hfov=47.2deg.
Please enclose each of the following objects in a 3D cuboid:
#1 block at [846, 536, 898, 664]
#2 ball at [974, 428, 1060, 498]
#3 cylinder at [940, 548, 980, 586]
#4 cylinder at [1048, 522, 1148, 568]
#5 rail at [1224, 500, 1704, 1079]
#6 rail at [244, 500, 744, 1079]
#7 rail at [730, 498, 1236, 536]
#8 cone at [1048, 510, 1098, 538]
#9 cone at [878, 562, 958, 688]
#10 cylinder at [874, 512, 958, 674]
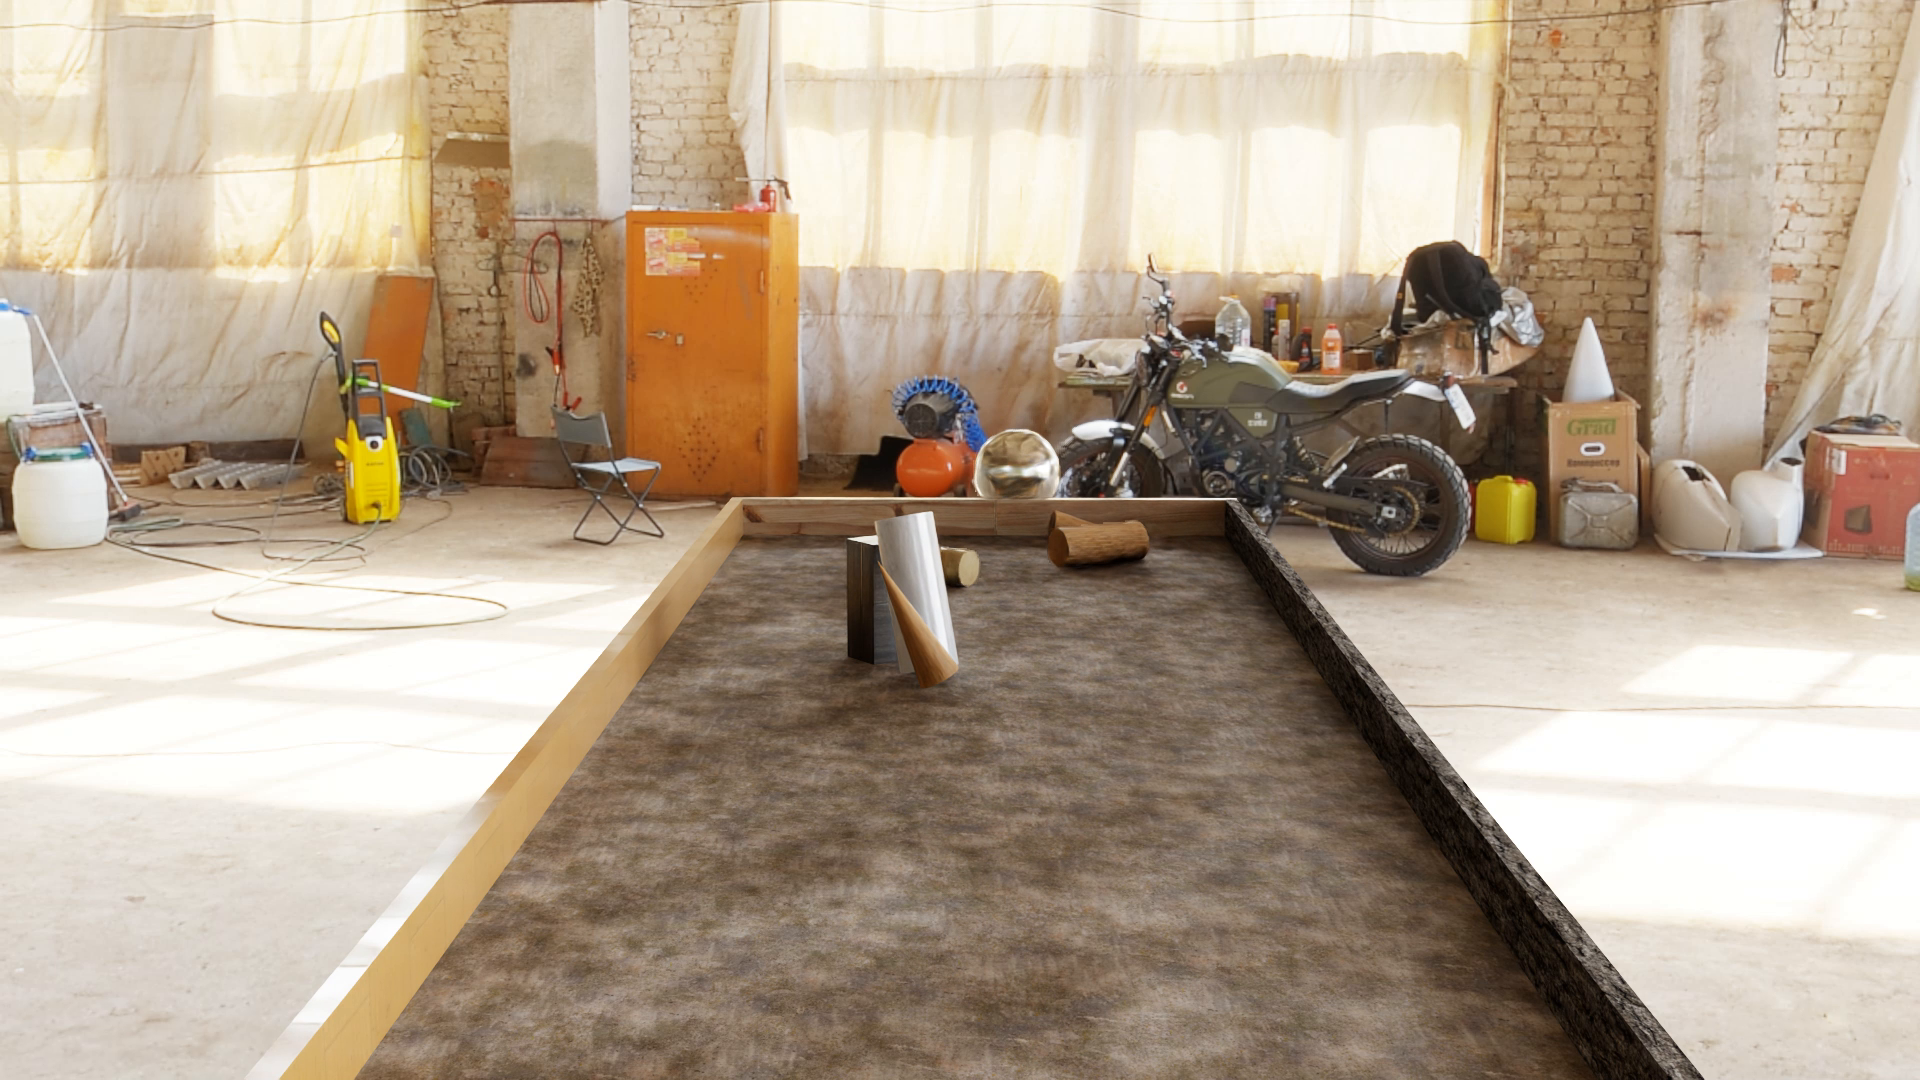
[{"bbox_3d":[-0.241,0.179,6.707,0.149,0.366,0.149,-6,11,-35],"label":"block"},{"bbox_3d":[0.242,-0.288,9.337,0.367,0.367,0.367,0,9,0],"label":"ball"},{"bbox_3d":[-0.115,0.088,8.042,0.360,0.129,0.129,6,11,35],"label":"cylinder"},{"bbox_3d":[0.531,0.017,8.428,0.365,0.147,0.147,-5,10,-29],"label":"cylinder"},{"bbox_3d":[1.046,0.843,3.208,0.050,0.150,12.000,0,9,1],"label":"rail"},{"bbox_3d":[-1.004,0.839,3.234,0.050,0.150,12.000,0,9,1],"label":"rail"},{"bbox_3d":[0.099,-0.098,9.147,2.100,0.150,0.050,0,9,1],"label":"rail"},{"bbox_3d":[0.551,-0.036,9.038,0.357,0.125,0.125,9,7,-10],"label":"cone"},{"bbox_3d":[-0.148,0.225,6.297,0.126,0.390,0.126,-26,12,6],"label":"cone"},{"bbox_3d":[-0.128,0.155,6.486,0.175,0.455,0.175,-10,-1,0],"label":"cylinder"}]
